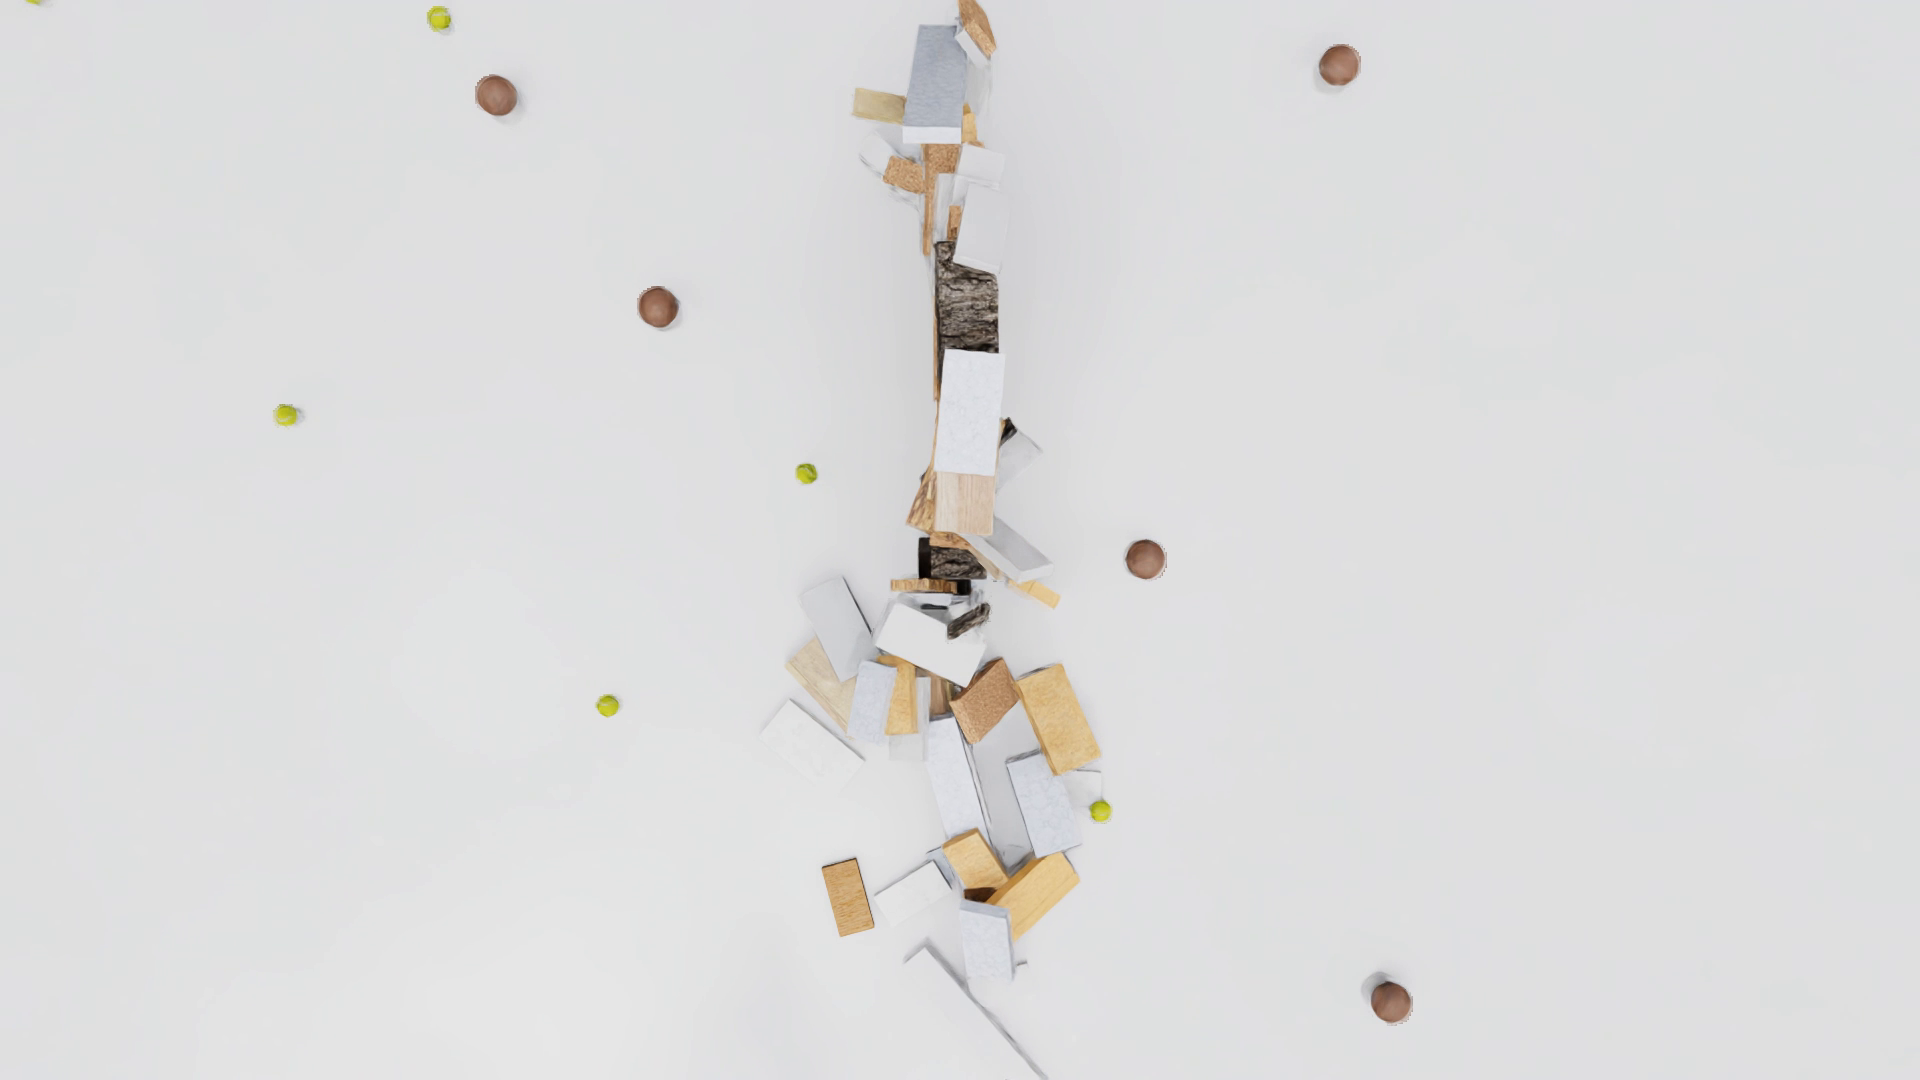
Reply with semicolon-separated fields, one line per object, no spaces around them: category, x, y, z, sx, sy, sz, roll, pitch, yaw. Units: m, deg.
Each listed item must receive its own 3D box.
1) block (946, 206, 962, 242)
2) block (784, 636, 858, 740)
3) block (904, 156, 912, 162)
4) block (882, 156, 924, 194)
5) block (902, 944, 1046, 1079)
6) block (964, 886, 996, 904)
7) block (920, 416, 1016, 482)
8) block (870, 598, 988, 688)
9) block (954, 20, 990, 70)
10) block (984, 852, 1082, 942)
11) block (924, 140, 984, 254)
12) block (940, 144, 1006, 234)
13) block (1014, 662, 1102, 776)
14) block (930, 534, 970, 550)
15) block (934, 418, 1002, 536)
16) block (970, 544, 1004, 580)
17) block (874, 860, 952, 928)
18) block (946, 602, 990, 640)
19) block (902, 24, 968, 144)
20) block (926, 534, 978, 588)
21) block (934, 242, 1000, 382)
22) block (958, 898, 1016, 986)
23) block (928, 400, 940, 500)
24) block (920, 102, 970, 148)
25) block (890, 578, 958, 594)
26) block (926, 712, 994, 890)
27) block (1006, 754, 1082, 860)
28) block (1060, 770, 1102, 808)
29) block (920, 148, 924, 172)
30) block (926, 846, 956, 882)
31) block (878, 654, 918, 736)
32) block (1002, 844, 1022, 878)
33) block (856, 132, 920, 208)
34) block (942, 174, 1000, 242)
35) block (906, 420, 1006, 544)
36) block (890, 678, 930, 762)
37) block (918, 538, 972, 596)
block;0.022;-0.747;4.734;0.130;0.037;0.406;2;99;-16
block;-0.410;0.486;5.477;0.162;0.046;0.338;-43;90;0
block;-0.172;-1.224;5.475;0.046;0.013;0.092;-11;107;8
block;-0.157;-1.184;5.381;0.174;0.025;0.087;17;92;-11
block;0.238;1.818;5.465;0.104;0.030;1.183;-41;91;14
block;0.074;1.242;5.432;0.104;0.030;0.209;-5;112;2
block;0.048;-0.247;5.267;0.349;0.034;0.120;-33;121;10
block;-0.097;0.325;5.173;0.351;0.043;0.153;27;87;-25
block;0.046;-1.599;5.294;0.037;0.260;0.130;-33;111;19
block;0.229;1.164;5.408;0.324;0.046;0.162;-40;113;-14
block;-0.019;-1.007;4.862;0.165;0.047;0.330;0;95;-15
block;0.038;-1.004;4.784;0.130;0.037;0.260;13;91;-17
block;0.322;0.591;5.433;0.167;0.047;0.333;-21;83;-18
block;-0.001;-0.128;5.044;0.153;0.043;0.305;6;78;0
block;0.021;-0.190;4.777;0.172;0.049;0.344;6;109;4
block;0.083;0.048;4.922;0.020;0.072;0.143;-18;49;-33
block;-0.156;1.172;5.474;0.236;0.033;0.118;-32;90;5
block;0.025;0.241;4.904;0.143;0.072;0.020;-31;112;20
block;-0.066;-1.409;5.041;0.165;1.054;0.047;1;122;1
block;-0.021;-0.029;5.329;0.171;0.048;0.449;2;131;0
block;0.020;-0.651;4.705;0.172;0.049;0.393;-4;101;-14
block;0.091;1.309;5.362;0.159;0.045;0.328;8;128;18
block;-0.009;-0.259;4.870;0.145;0.041;0.291;6;106;0
block;-0.039;-1.184;5.101;0.160;0.426;0.045;-7;65;0
block;-0.112;0.147;5.200;0.125;0.249;0.035;-3;85;21
block;0.000;0.867;5.361;0.131;0.037;0.659;-13;111;5
block;0.276;0.868;5.411;0.159;0.045;0.318;-16;74;-6
block;0.350;0.824;5.483;0.236;0.033;0.118;3;90;0
block;-0.030;-1.114;5.144;0.160;0.320;0.045;-7;65;0
block;-0.065;1.087;5.492;0.058;0.016;0.116;-22;90;0
block;-0.198;0.489;5.218;0.125;0.035;0.249;-8;80;36
block;0.171;1.077;5.492;0.058;0.016;0.116;7;90;0
block;-0.177;-1.196;5.456;0.363;0.025;0.087;41;96;-9
block;0.025;-0.907;4.746;0.130;0.037;0.261;8;98;-16
block;-0.012;-0.204;5.014;0.167;0.047;0.407;22;78;4
block;-0.159;0.567;5.225;0.131;0.037;0.262;-4;83;36
block;-0.047;0.089;5.279;0.171;0.341;0.048;2;65;0
